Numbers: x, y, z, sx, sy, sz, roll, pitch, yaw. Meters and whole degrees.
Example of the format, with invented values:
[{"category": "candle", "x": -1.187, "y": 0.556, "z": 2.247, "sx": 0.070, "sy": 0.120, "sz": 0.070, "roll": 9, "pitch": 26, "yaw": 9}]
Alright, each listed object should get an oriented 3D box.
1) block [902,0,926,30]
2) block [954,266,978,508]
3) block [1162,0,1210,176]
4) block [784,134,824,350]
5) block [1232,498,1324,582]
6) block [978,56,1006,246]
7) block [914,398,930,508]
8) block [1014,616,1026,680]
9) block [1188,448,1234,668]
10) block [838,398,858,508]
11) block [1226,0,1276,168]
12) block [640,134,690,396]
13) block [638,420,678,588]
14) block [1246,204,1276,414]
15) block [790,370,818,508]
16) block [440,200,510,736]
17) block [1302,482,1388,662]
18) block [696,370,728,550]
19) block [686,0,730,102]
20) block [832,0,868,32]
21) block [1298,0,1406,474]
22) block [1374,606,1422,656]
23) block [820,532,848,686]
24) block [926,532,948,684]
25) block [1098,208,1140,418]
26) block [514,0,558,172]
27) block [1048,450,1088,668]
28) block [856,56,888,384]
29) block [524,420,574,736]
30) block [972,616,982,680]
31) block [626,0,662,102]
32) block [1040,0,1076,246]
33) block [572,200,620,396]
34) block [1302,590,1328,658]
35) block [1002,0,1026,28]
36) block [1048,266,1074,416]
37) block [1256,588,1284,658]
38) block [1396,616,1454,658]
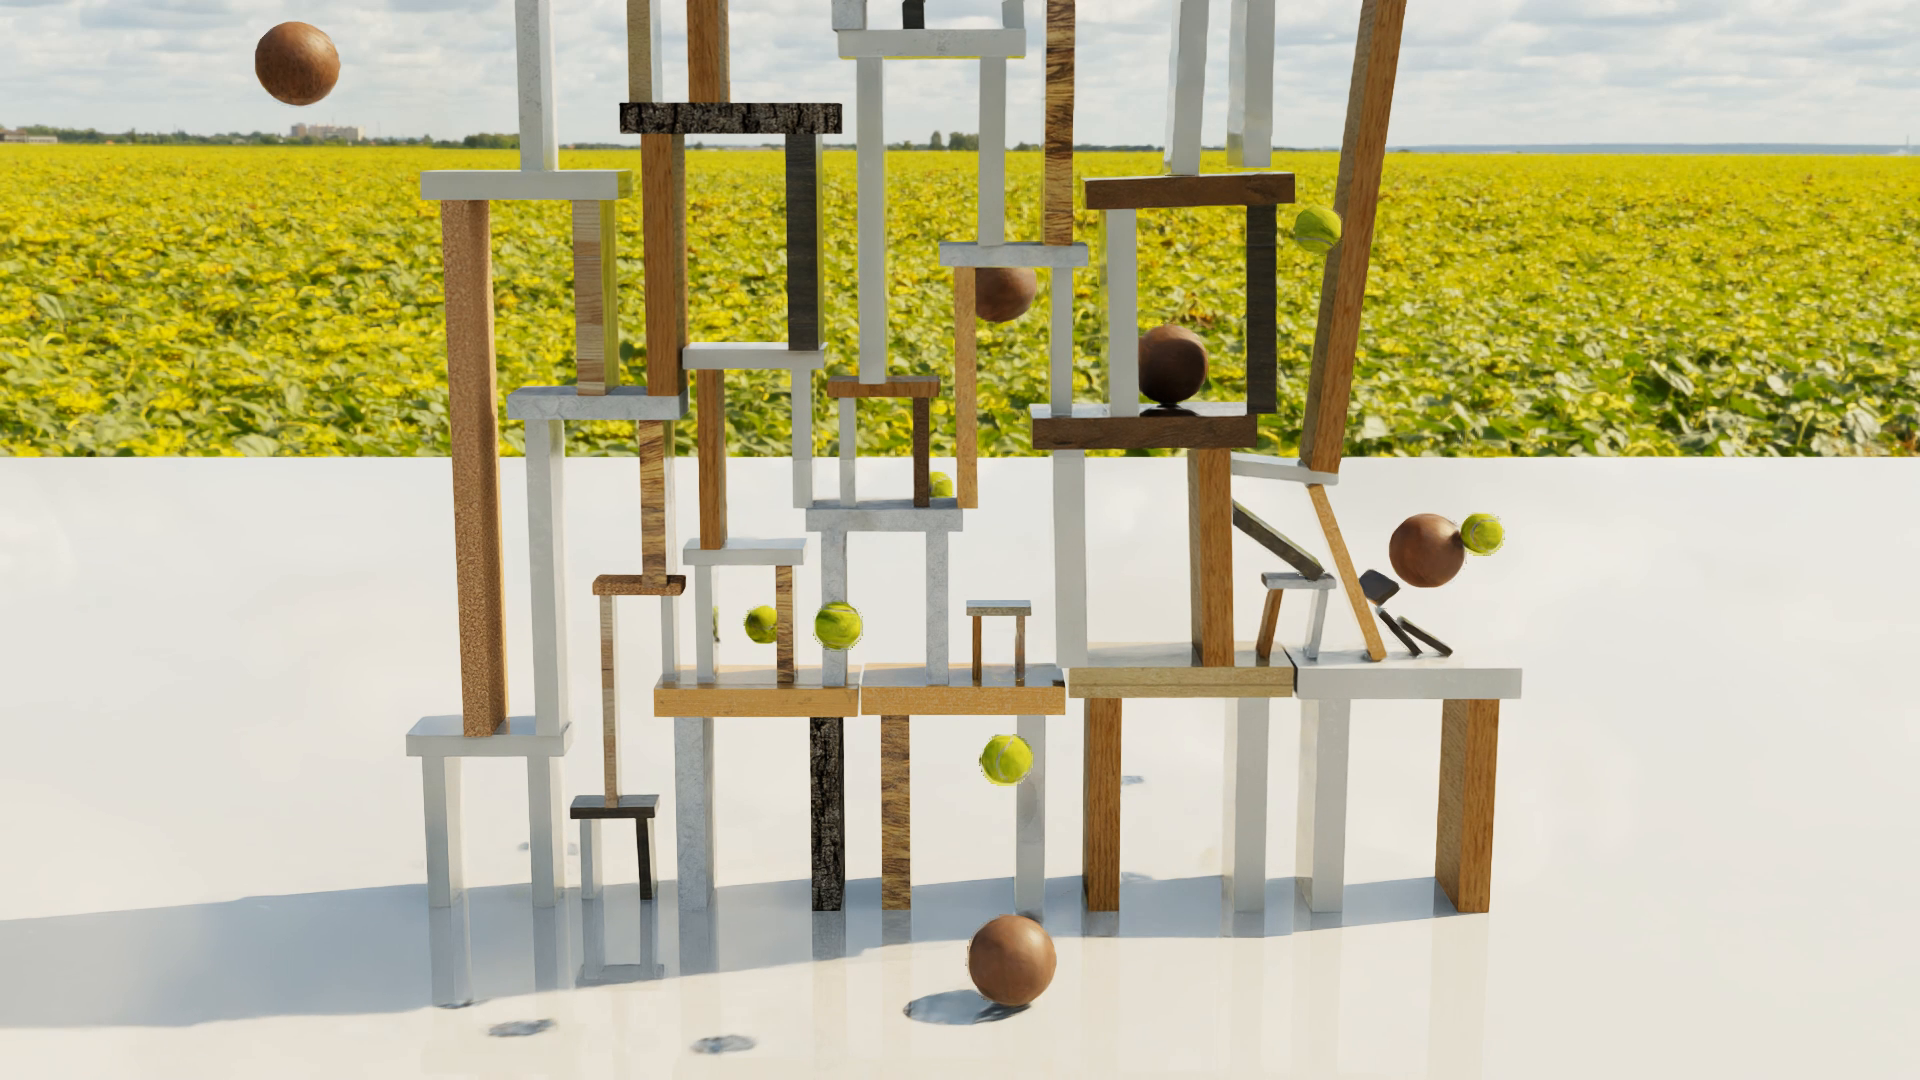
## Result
[{"category": "block", "x": -0.073, "y": -0.905, "z": 3.393, "sx": 0.033, "sy": 0.235, "sz": 0.117, "roll": -1, "pitch": 11, "yaw": 1}, {"category": "block", "x": 0.009, "y": -0.248, "z": 3.515, "sx": 0.033, "sy": 0.382, "sz": 0.116, "roll": -1, "pitch": 11, "yaw": 0}, {"category": "block", "x": 0.352, "y": -0.723, "z": 3.417, "sx": 0.043, "sy": 0.306, "sz": 0.153, "roll": 3, "pitch": 10, "yaw": 0}, {"category": "block", "x": -0.244, "y": -0.473, "z": 3.476, "sx": 0.047, "sy": 0.332, "sz": 0.166, "roll": 0, "pitch": 11, "yaw": 0}, {"category": "block", "x": 0.507, "y": 0.000, "z": 3.555, "sx": 0.174, "sy": 0.025, "sz": 0.087, "roll": 35, "pitch": 10, "yaw": -7}, {"category": "block", "x": 0.051, "y": -0.608, "z": 3.441, "sx": 0.041, "sy": 0.286, "sz": 0.143, "roll": 1, "pitch": 11, "yaw": 1}, {"category": "block", "x": -0.061, "y": -0.147, "z": 3.534, "sx": 0.025, "sy": 0.176, "sz": 0.088, "roll": 0, "pitch": 11, "yaw": 0}, {"category": "block", "x": 0.098, "y": 0.170, "z": 3.591, "sx": 0.015, "sy": 0.105, "sz": 0.053, "roll": 0, "pitch": 11, "yaw": 0}, {"category": "block", "x": 0.406, "y": 0.013, "z": 3.562, "sx": 0.050, "sy": 0.352, "sz": 0.176, "roll": -2, "pitch": 11, "yaw": 0}, {"category": "block", "x": -0.179, "y": -0.146, "z": 3.533, "sx": 0.025, "sy": 0.176, "sz": 0.088, "roll": 0, "pitch": 11, "yaw": 0}, {"category": "block", "x": 0.450, "y": -0.734, "z": 3.399, "sx": 0.044, "sy": 0.309, "sz": 0.154, "roll": 0, "pitch": 11, "yaw": -2}, {"category": "block", "x": -0.465, "y": -0.438, "z": 3.480, "sx": 0.047, "sy": 0.403, "sz": 0.166, "roll": 0, "pitch": 11, "yaw": 0}, {"category": "block", "x": -0.486, "y": -0.068, "z": 3.542, "sx": 0.038, "sy": 0.270, "sz": 0.135, "roll": 0, "pitch": 11, "yaw": 0}, {"category": "block", "x": 0.476, "y": -0.368, "z": 3.469, "sx": 0.045, "sy": 0.320, "sz": 0.160, "roll": 0, "pitch": 11, "yaw": 9}, {"category": "block", "x": -0.250, "y": -0.170, "z": 3.531, "sx": 0.031, "sy": 0.222, "sz": 0.111, "roll": 0, "pitch": 11, "yaw": 0}, {"category": "block", "x": -0.778, "y": -0.117, "z": 3.537, "sx": 0.043, "sy": 0.855, "sz": 0.152, "roll": 0, "pitch": 11, "yaw": 0}, {"category": "block", "x": 0.623, "y": 0.046, "z": 3.563, "sx": 0.025, "sy": 0.303, "sz": 0.087, "roll": -22, "pitch": 10, "yaw": 5}, {"category": "block", "x": -0.399, "y": -0.137, "z": 3.538, "sx": 0.031, "sy": 0.289, "sz": 0.111, "roll": 0, "pitch": 11, "yaw": 0}, {"category": "block", "x": -0.390, "y": -0.899, "z": 3.390, "sx": 0.047, "sy": 0.442, "sz": 0.167, "roll": 0, "pitch": 11, "yaw": 0}, {"category": "block", "x": -0.171, "y": -0.953, "z": 3.383, "sx": 0.047, "sy": 0.333, "sz": 0.166, "roll": 0, "pitch": 11, "yaw": 0}, {"category": "block", "x": 0.615, "y": -0.486, "z": 3.458, "sx": 0.044, "sy": 0.748, "sz": 0.154, "roll": 6, "pitch": 11, "yaw": 0}, {"category": "block", "x": 0.715, "y": 0.148, "z": 3.592, "sx": 0.013, "sy": 0.095, "sz": 0.047, "roll": -42, "pitch": 7, "yaw": 8}, {"category": "block", "x": -0.204, "y": 0.099, "z": 3.577, "sx": 0.035, "sy": 0.252, "sz": 0.125, "roll": 0, "pitch": 11, "yaw": 0}, {"category": "block", "x": -0.037, "y": 0.098, "z": 3.577, "sx": 0.035, "sy": 0.250, "sz": 0.125, "roll": 0, "pitch": 11, "yaw": 0}, {"category": "block", "x": 0.251, "y": -0.365, "z": 3.483, "sx": 0.045, "sy": 0.320, "sz": 0.160, "roll": -2, "pitch": 11, "yaw": -1}, {"category": "block", "x": -0.659, "y": -0.754, "z": 3.420, "sx": 0.035, "sy": 0.354, "sz": 0.125, "roll": 0, "pitch": 11, "yaw": 1}, {"category": "block", "x": 0.175, "y": 0.015, "z": 3.563, "sx": 0.050, "sy": 0.352, "sz": 0.176, "roll": -1, "pitch": 11, "yaw": 0}, {"category": "block", "x": -0.137, "y": -0.503, "z": 3.462, "sx": 0.041, "sy": 0.500, "sz": 0.143, "roll": 0, "pitch": 11, "yaw": 0}, {"category": "block", "x": -0.665, "y": 0.051, "z": 3.567, "sx": 0.038, "sy": 0.514, "sz": 0.135, "roll": 0, "pitch": 11, "yaw": 0}, {"category": "block", "x": 0.028, "y": 0.170, "z": 3.591, "sx": 0.015, "sy": 0.105, "sz": 0.053, "roll": 0, "pitch": 11, "yaw": 0}, {"category": "block", "x": -0.490, "y": -0.806, "z": 3.413, "sx": 0.035, "sy": 0.250, "sz": 0.125, "roll": 0, "pitch": 11, "yaw": 0}, {"category": "block", "x": 0.151, "y": -0.668, "z": 3.433, "sx": 0.043, "sy": 0.407, "sz": 0.153, "roll": 0, "pitch": 11, "yaw": -1}, {"category": "block", "x": -0.576, "y": -0.388, "z": 3.484, "sx": 0.043, "sy": 0.303, "sz": 0.152, "roll": 0, "pitch": 11, "yaw": 0}, {"category": "block", "x": 0.580, "y": 0.131, "z": 3.587, "sx": 0.016, "sy": 0.113, "sz": 0.057, "roll": 8, "pitch": 11, "yaw": -1}, {"category": "block", "x": 0.078, "y": -0.906, "z": 3.391, "sx": 0.033, "sy": 0.235, "sz": 0.117, "roll": -2, "pitch": 11, "yaw": 3}, {"category": "block", "x": 0.160, "y": -0.321, "z": 3.497, "sx": 0.033, "sy": 0.232, "sz": 0.116, "roll": 0, "pitch": 11, "yaw": 0}, {"category": "block", "x": 0.504, "y": 0.130, "z": 3.587, "sx": 0.016, "sy": 0.113, "sz": 0.057, "roll": 10, "pitch": 11, "yaw": -1}, {"category": "block", "x": 0.758, "y": 0.157, "z": 3.593, "sx": 0.095, "sy": 0.013, "sz": 0.047, "roll": 31, "pitch": 10, "yaw": -5}]
